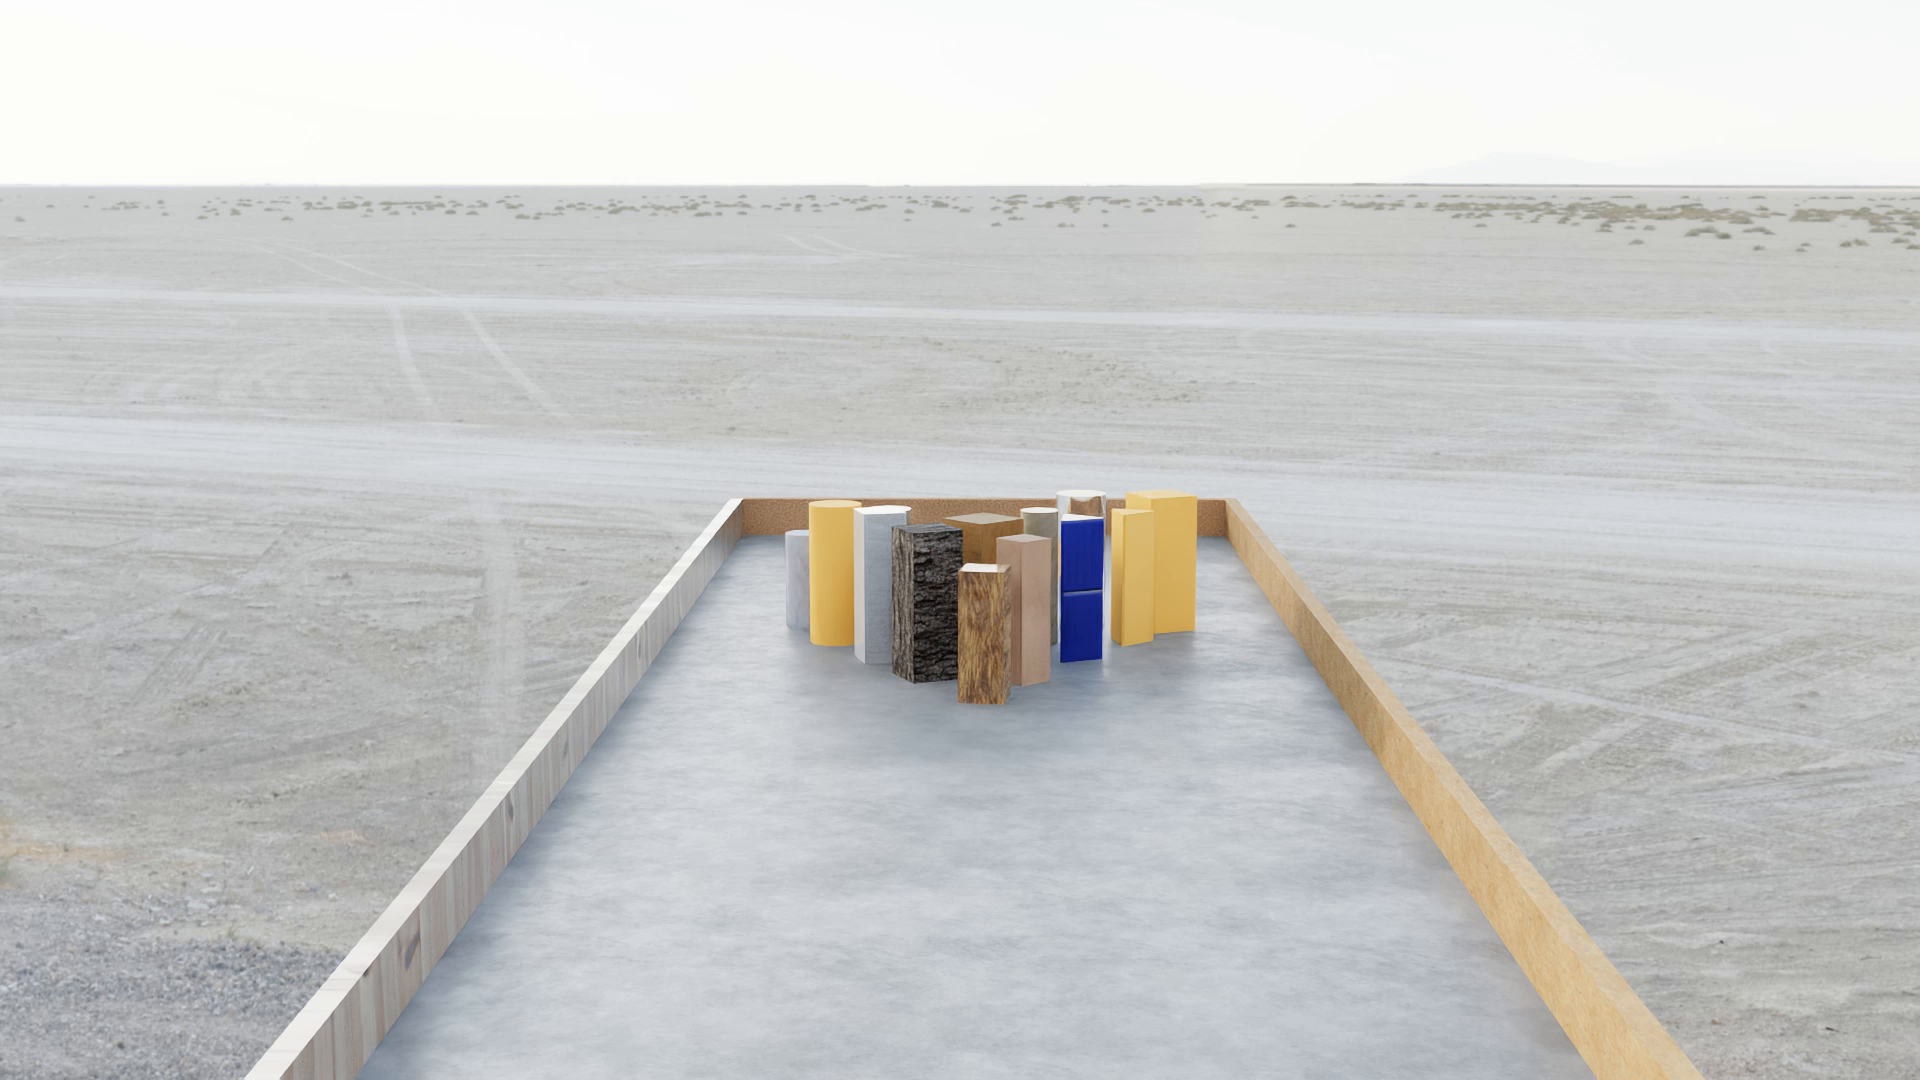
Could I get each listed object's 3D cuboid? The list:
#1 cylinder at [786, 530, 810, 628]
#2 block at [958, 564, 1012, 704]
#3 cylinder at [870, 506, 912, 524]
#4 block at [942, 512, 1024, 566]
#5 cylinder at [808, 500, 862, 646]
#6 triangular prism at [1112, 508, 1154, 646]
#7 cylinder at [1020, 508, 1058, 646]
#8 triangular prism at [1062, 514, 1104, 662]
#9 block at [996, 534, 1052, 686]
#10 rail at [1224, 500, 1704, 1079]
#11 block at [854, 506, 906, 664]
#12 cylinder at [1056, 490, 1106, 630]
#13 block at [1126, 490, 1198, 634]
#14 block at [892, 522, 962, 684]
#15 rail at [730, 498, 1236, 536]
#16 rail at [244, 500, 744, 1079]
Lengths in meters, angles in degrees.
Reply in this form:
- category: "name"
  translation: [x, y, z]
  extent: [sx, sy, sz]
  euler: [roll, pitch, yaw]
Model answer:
- category: "cylinder"
  translation: [-0.508, 0.127, 7.227]
  extent: [0.128, 0.306, 0.128]
  euler: [0, 9, 0]
- category: "block"
  translation: [0.069, 0.262, 6.163]
  extent: [0.129, 0.373, 0.129]
  euler: [2, 9, 11]
- category: "cylinder"
  translation: [-0.231, 0.090, 7.194]
  extent: [0.147, 0.390, 0.147]
  euler: [0, 9, 0]
- category: "block"
  translation: [0.070, 0.149, 6.677]
  extent: [0.174, 0.435, 0.174]
  euler: [-8, 12, -42]
- category: "cylinder"
  translation: [-0.393, 0.103, 6.953]
  extent: [0.166, 0.440, 0.166]
  euler: [0, 9, 0]
- category: "triangular prism"
  translation: [0.523, 0.114, 6.960]
  extent: [0.137, 0.417, 0.119]
  euler: [-8, 12, -41]
- category: "cylinder"
  translation: [0.249, 0.116, 6.926]
  extent: [0.118, 0.424, 0.118]
  euler: [0, 9, 0]
- category: "triangular prism"
  translation: [0.346, 0.144, 6.714]
  extent: [0.141, 0.435, 0.122]
  euler: [-4, 10, -24]
- category: "block"
  translation: [0.184, 0.202, 6.390]
  extent: [0.112, 0.420, 0.112]
  euler: [-8, 12, -40]
- category: "rail"
  translation: [1.046, 0.843, 3.208]
  extent: [0.050, 0.150, 12.000]
  euler: [0, 9, 1]
- category: "block"
  translation: [-0.243, 0.136, 6.691]
  extent: [0.131, 0.457, 0.131]
  euler: [-3, 9, -16]
- category: "cylinder"
  translation: [0.393, 0.067, 7.175]
  extent: [0.163, 0.442, 0.163]
  euler: [0, 9, 0]
- category: "block"
  translation: [0.653, 0.069, 7.167]
  extent: [0.170, 0.441, 0.170]
  euler: [-4, 10, -23]
- category: "block"
  translation: [-0.096, 0.183, 6.446]
  extent: [0.158, 0.441, 0.158]
  euler: [-4, 10, -25]
- category: "rail"
  translation: [0.099, -0.098, 9.147]
  extent: [2.100, 0.150, 0.050]
  euler: [0, 9, 1]
- category: "rail"
  translation: [-1.004, 0.839, 3.234]
  extent: [0.050, 0.150, 12.000]
  euler: [0, 9, 1]
